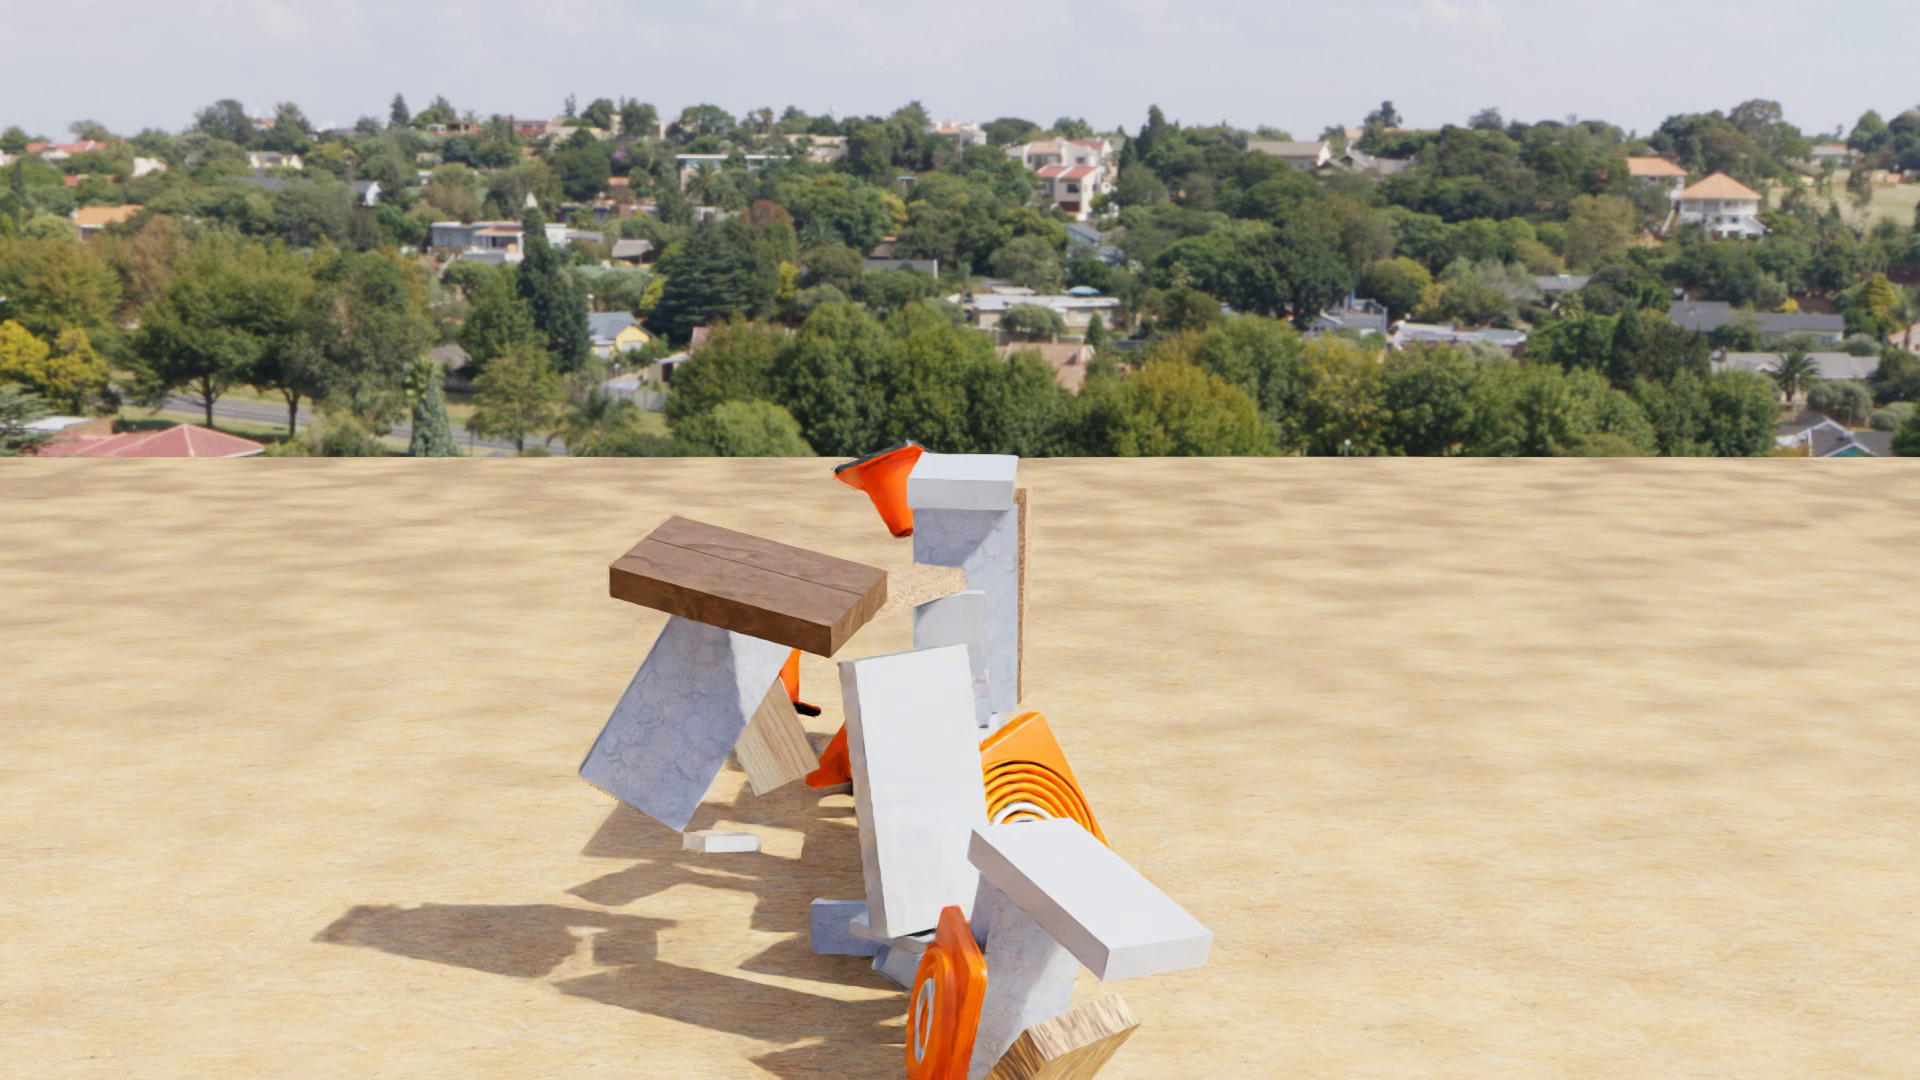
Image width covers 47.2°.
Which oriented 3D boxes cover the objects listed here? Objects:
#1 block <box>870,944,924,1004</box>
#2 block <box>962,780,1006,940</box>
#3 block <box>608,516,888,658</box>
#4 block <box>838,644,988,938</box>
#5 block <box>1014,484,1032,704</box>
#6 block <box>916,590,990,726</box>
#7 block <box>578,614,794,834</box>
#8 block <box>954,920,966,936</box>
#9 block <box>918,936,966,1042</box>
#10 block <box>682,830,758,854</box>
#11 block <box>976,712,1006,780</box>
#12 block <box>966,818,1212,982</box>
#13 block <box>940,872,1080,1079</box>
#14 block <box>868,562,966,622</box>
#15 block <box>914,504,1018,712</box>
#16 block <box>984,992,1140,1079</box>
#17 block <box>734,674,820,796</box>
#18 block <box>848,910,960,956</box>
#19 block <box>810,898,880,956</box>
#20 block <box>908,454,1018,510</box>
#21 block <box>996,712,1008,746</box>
[{"bbox_3d":[-0.068,0.607,3.144,0.020,0.071,0.142,7,-27,39],"label":"block"},{"bbox_3d":[-0.002,0.497,3.400,0.140,0.279,0.040,1,6,5],"label":"block"},{"bbox_3d":[-0.300,0.062,3.129,0.353,0.050,0.176,14,31,20],"label":"block"},{"bbox_3d":[-0.056,0.341,3.019,0.176,0.375,0.050,-8,2,-31],"label":"block"},{"bbox_3d":[0.034,0.090,3.811,0.167,0.376,0.047,3,8,14],"label":"block"},{"bbox_3d":[-0.010,0.188,3.479,0.107,0.213,0.030,-2,12,2],"label":"block"},{"bbox_3d":[-0.403,0.240,3.290,0.176,0.353,0.050,31,0,-11],"label":"block"},{"bbox_3d":[-0.039,0.592,3.321,0.081,0.023,0.162,4,51,14],"label":"block"},{"bbox_3d":[-0.016,0.624,3.056,0.071,0.142,0.020,-26,36,-30],"label":"block"},{"bbox_3d":[-0.363,0.455,3.323,0.081,0.023,0.162,1,-4,-19],"label":"block"},{"bbox_3d":[-0.006,0.319,3.477,0.140,0.040,0.279,-1,11,-2],"label":"block"},{"bbox_3d":[0.157,0.443,2.742,0.155,0.044,0.311,-1,22,-33],"label":"block"},{"bbox_3d":[0.076,0.571,2.882,0.155,0.311,0.044,-1,21,-32],"label":"block"},{"bbox_3d":[-0.102,0.080,3.427,0.107,0.030,0.213,7,18,43],"label":"block"},{"bbox_3d":[0.009,0.110,3.572,0.167,0.334,0.047,1,7,2],"label":"block"},{"bbox_3d":[0.073,0.655,2.583,0.155,0.311,0.044,-10,54,-43],"label":"block"},{"bbox_3d":[-0.305,0.272,3.355,0.107,0.213,0.030,-24,7,-1],"label":"block"},{"bbox_3d":[-0.077,0.540,3.046,0.142,0.020,0.071,8,16,37],"label":"block"},{"bbox_3d":[-0.147,0.599,3.390,0.162,0.081,0.023,1,8,9],"label":"block"},{"bbox_3d":[0.008,-0.099,3.646,0.167,0.047,0.334,2,9,3],"label":"block"},{"bbox_3d":[0.015,0.306,3.740,0.121,0.034,0.242,1,7,-1],"label":"block"}]
